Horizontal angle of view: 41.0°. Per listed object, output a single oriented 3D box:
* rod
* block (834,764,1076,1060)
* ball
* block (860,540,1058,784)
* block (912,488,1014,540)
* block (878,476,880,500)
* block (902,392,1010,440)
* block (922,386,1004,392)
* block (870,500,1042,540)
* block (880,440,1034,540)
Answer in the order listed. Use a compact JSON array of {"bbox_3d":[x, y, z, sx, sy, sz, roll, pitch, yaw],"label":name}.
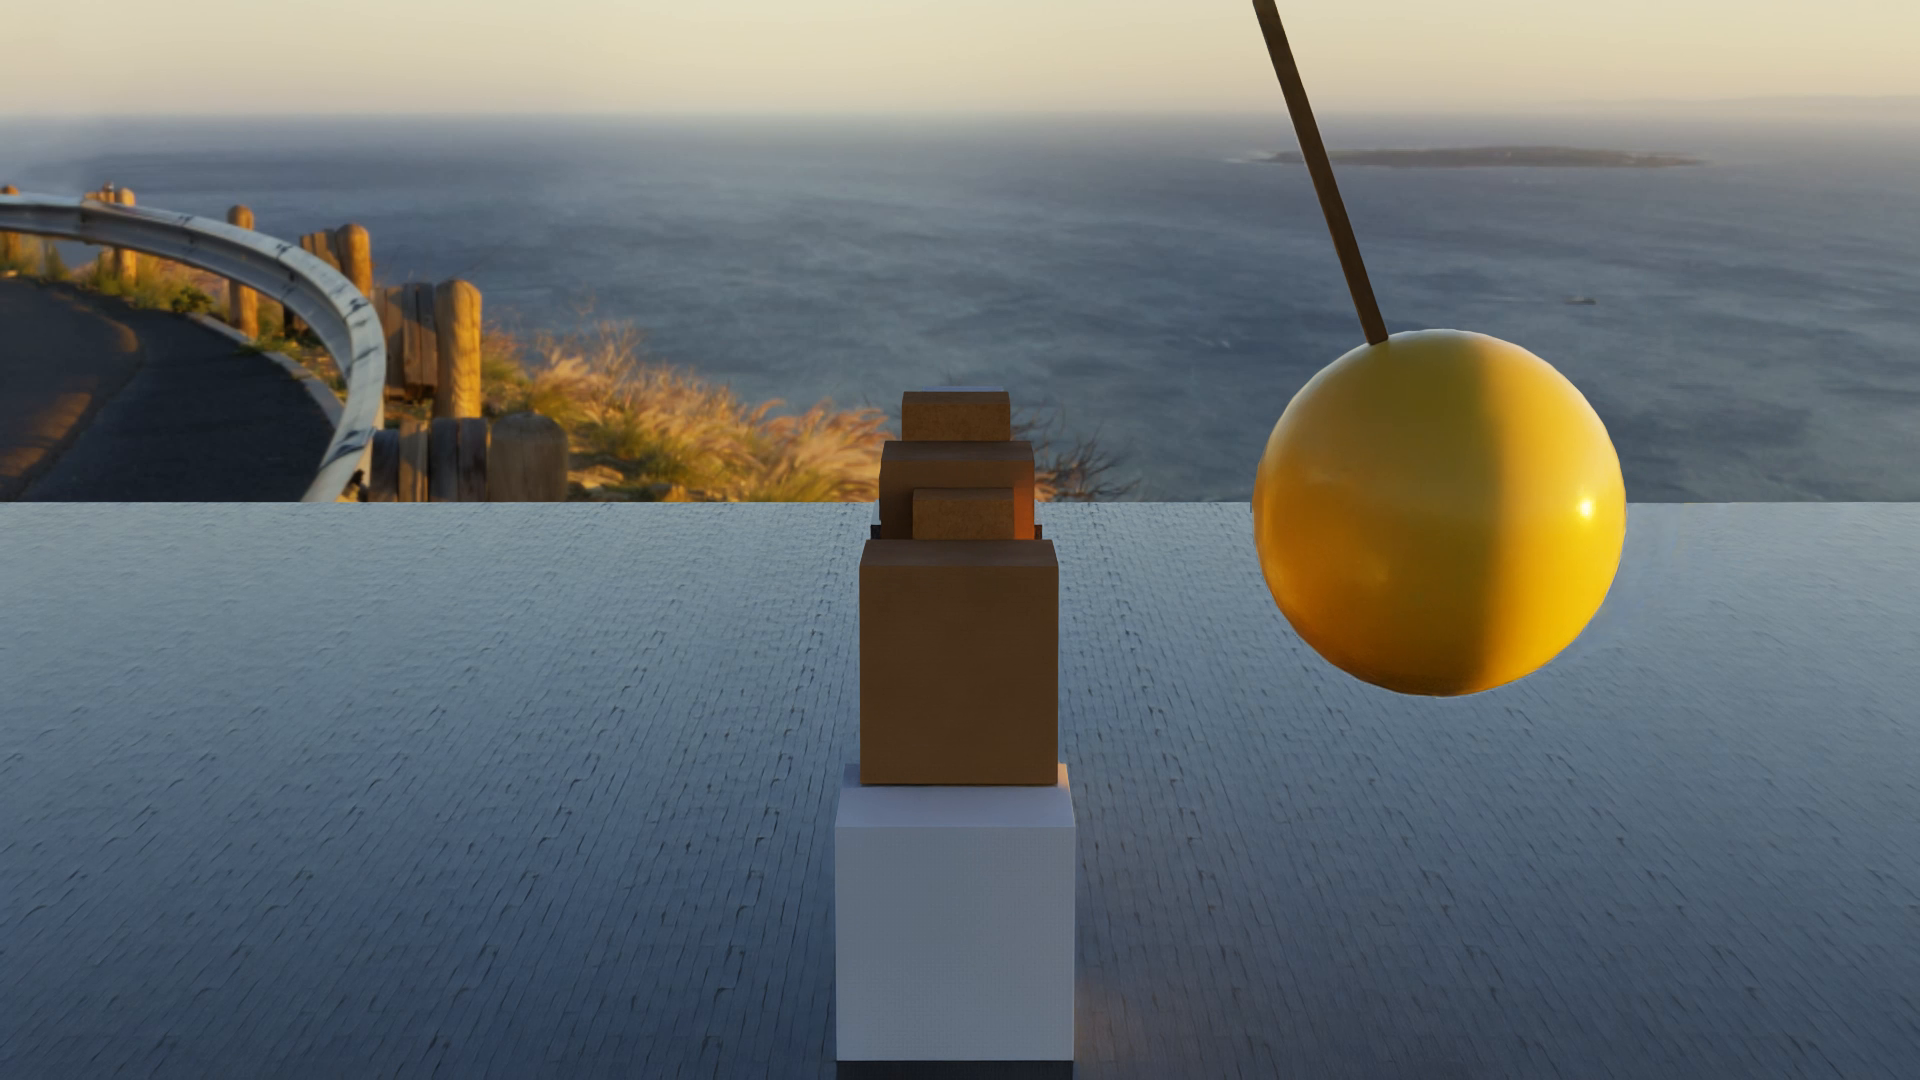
[{"bbox_3d":[0.899,-3.257,10.588,0.080,5.200,0.080,-20,10,4],"label":"rod"},{"bbox_3d":[-0.017,1.371,9.587,0.854,0.873,0.849,0,10,0],"label":"block"},{"bbox_3d":[2.074,-0.118,11.159,1.600,1.600,1.600,0,10,0],"label":"ball"},{"bbox_3d":[-0.003,0.454,9.899,0.738,0.821,0.721,0,8,0],"label":"block"},{"bbox_3d":[0.015,0.019,10.434,0.405,0.421,0.374,0,9,0],"label":"block"},{"bbox_3d":[-0.019,-0.010,12.520,0.726,0.734,0.787,0,11,0],"label":"block"},{"bbox_3d":[-0.018,-0.359,11.444,0.472,0.555,0.460,0,10,0],"label":"block"},{"bbox_3d":[0.012,-0.473,11.852,0.374,0.430,0.382,0,11,0],"label":"block"},{"bbox_3d":[-0.017,0.208,11.803,0.763,0.689,0.694,0,10,0],"label":"block"},{"bbox_3d":[-0.009,-0.119,10.928,0.634,0.530,0.635,0,10,0],"label":"block"}]
